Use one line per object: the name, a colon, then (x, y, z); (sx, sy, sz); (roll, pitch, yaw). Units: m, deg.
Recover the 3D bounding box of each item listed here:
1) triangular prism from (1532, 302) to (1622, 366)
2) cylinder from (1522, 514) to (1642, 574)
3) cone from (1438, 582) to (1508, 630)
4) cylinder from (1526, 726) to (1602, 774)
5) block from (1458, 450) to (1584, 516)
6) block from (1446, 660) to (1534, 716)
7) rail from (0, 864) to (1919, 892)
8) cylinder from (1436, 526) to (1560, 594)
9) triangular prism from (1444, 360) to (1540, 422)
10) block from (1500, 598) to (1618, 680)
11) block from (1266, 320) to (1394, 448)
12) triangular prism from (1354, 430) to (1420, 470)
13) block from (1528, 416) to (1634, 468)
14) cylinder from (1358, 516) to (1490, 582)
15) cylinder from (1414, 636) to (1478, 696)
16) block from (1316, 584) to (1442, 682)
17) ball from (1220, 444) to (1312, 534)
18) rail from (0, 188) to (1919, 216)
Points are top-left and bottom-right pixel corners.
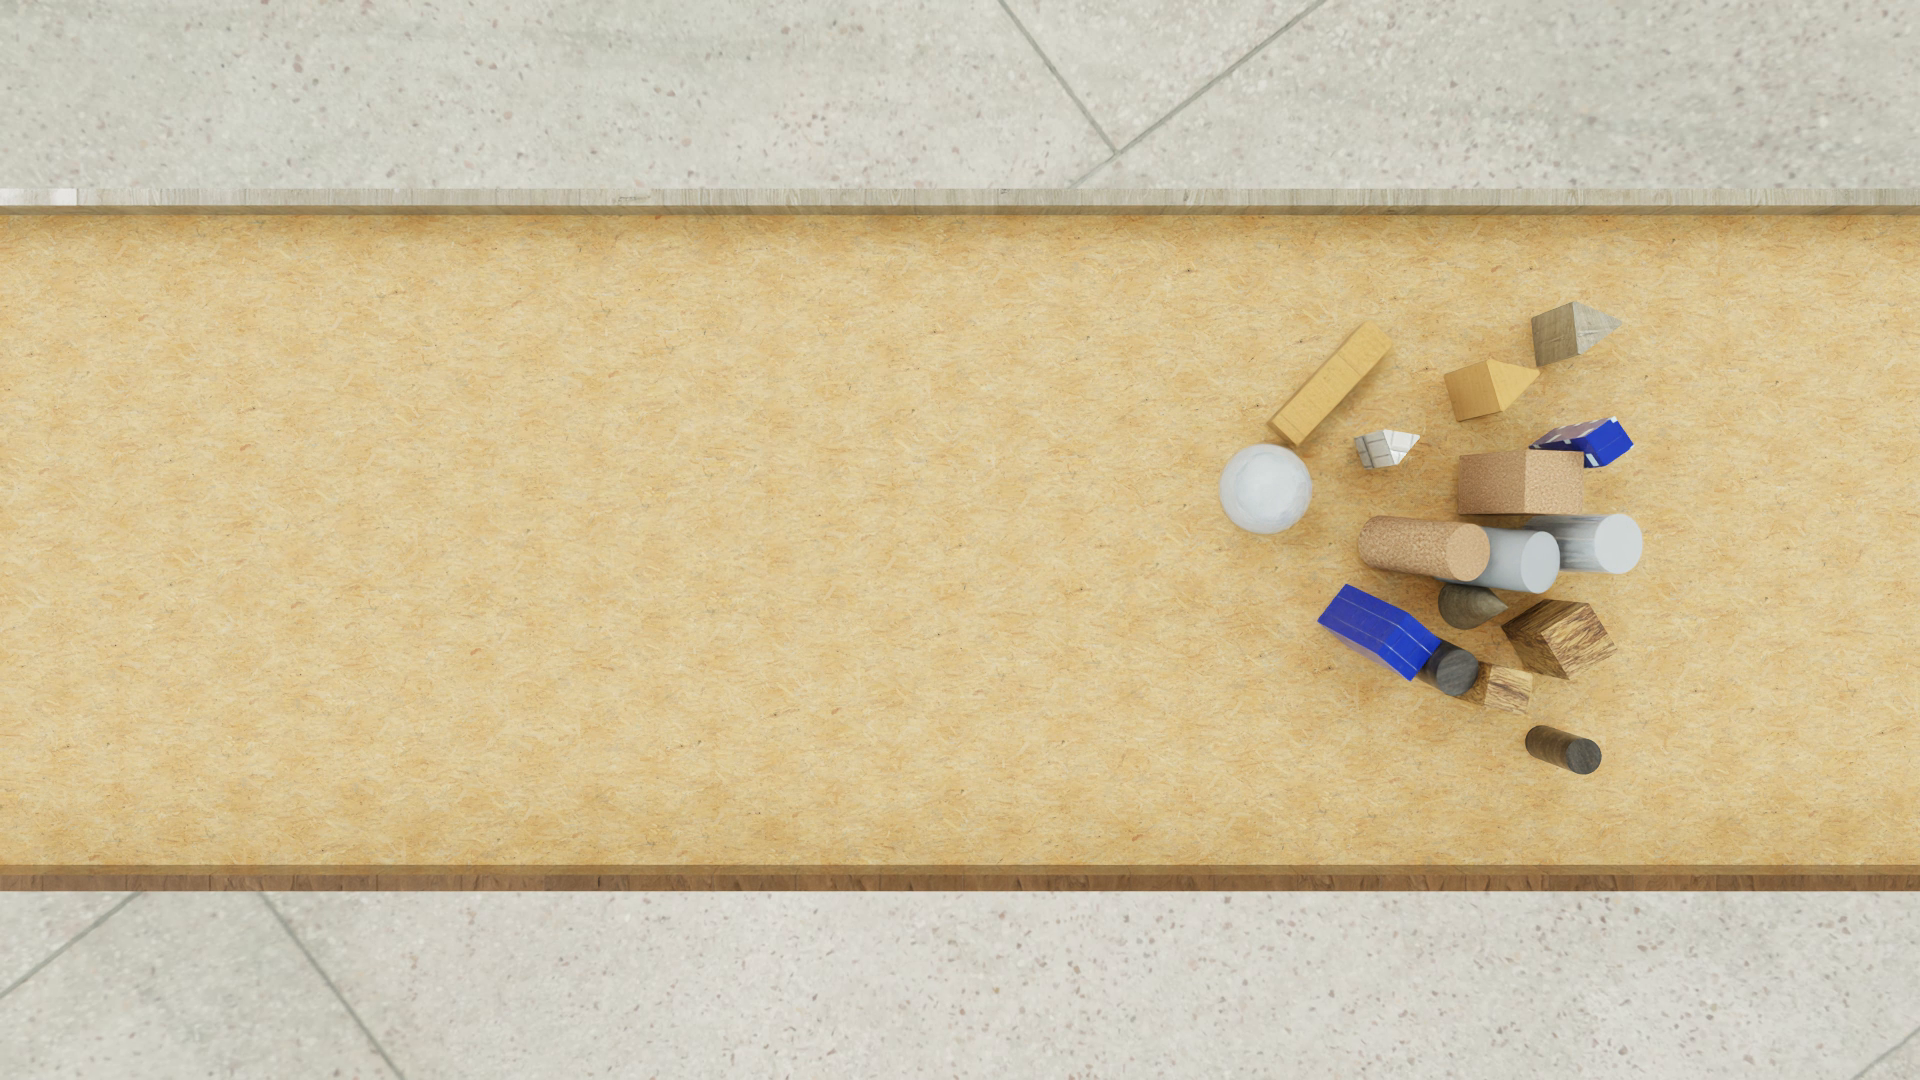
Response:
triangular prism: (1.800, -0.632, 4.904); (0.153, 0.345, 0.133); (-36, 90, 0)
cylinder: (1.838, 0.010, 4.893); (0.173, 0.328, 0.173); (0, 91, -19)
cone: (1.555, 0.193, 4.871); (0.167, 0.410, 0.167); (0, 90, 0)
cylinder: (1.792, 0.622, 4.908); (0.105, 0.337, 0.105); (0, 90, 0)
block: (1.649, -0.165, 4.868); (0.179, 0.391, 0.179); (2, 90, -11)
block: (1.561, 0.427, 4.883); (0.122, 0.388, 0.122); (12, 90, 0)
rail: (-2.247, 1.025, 5.001); (12.000, 0.150, 0.050); (0, 90, 0)
cylinder: (1.576, 0.052, 4.886); (0.179, 0.340, 0.179); (-4, 96, -34)
triangular prism: (1.538, -0.464, 4.869); (0.132, 0.416, 0.152); (44, 90, 0)
block: (1.776, 0.292, 4.900); (0.162, 0.352, 0.162); (-32, 90, 0)
block: (1.125, -0.475, 5.023); (0.107, 0.107, 0.424); (44, 90, 0)
triangular prism: (1.247, -0.286, 4.898); (0.091, 0.357, 0.106); (40, 90, 0)
block: (1.819, -0.276, 4.847); (0.100, 0.459, 0.100); (-34, 90, 0)
cylinder: (1.366, 0.021, 4.871); (0.165, 0.377, 0.165); (-2, 96, -26)
cylinder: (1.369, 0.342, 4.878); (0.137, 0.372, 0.137); (-3, 102, -15)
block: (1.235, 0.269, 4.880); (0.147, 0.365, 0.147); (38, 90, -20)
ball: (0.916, -0.153, 4.940); (0.272, 0.272, 0.272); (0, 90, 0)
rail: (-2.247, -1.025, 5.002); (12.000, 0.150, 0.050); (0, 90, 0)
